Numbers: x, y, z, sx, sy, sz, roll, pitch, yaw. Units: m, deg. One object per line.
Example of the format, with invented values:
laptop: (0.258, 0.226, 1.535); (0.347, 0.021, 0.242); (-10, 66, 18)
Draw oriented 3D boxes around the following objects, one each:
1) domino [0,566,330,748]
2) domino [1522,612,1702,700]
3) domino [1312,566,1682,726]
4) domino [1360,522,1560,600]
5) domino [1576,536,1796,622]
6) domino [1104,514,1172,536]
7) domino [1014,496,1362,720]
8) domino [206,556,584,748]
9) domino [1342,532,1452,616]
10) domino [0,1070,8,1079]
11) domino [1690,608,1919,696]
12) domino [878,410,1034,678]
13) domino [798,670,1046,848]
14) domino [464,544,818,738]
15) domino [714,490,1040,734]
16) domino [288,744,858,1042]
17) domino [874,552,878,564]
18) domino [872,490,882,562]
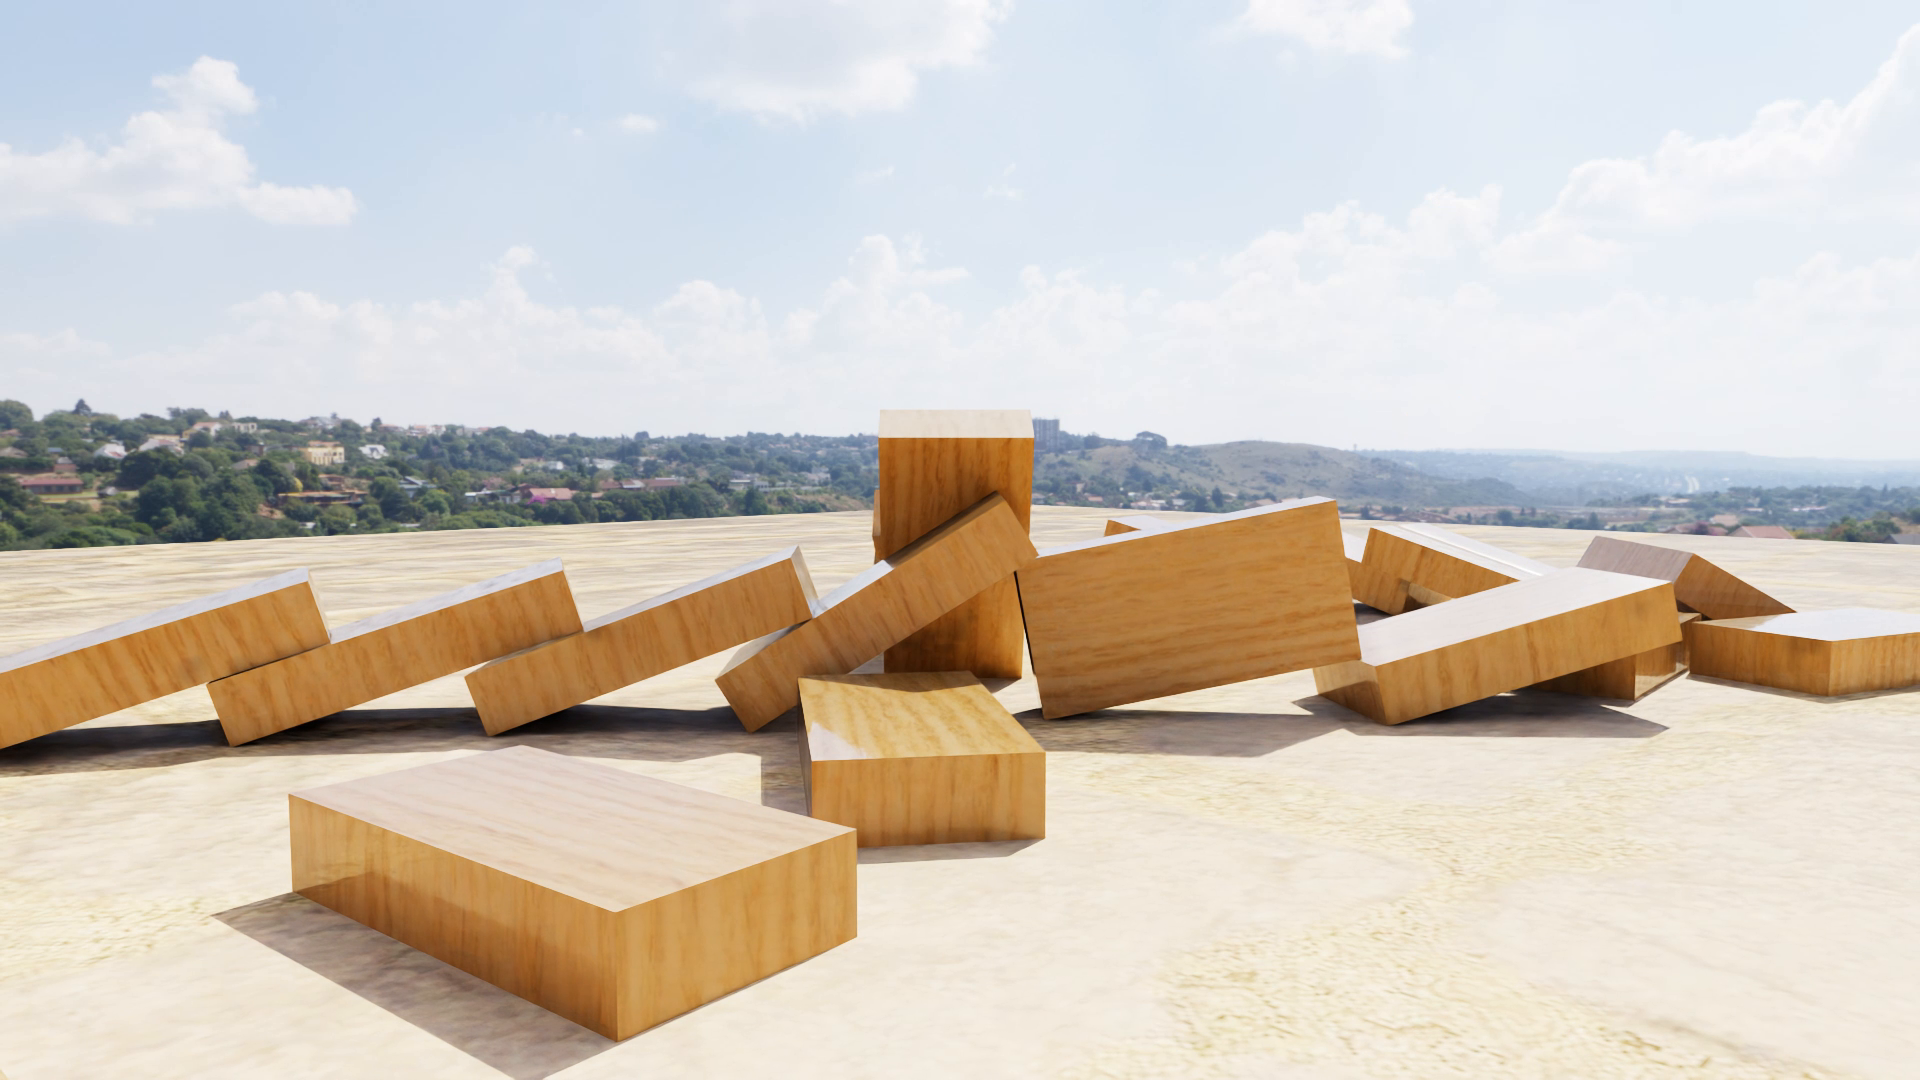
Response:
domino: (-0.119, 0.017, 0.185); (0.050, 0.009, 0.025); (-20, 12, -24)
domino: (0.119, 0.020, 0.239); (0.025, 0.010, 0.050); (4, 6, 41)
domino: (0.086, 0.016, 0.208); (0.050, 0.009, 0.025); (-15, 6, -7)
domino: (0.126, 0.008, 0.309); (0.025, 0.010, 0.050); (-4, 20, -40)
domino: (0.158, 0.011, 0.281); (0.025, 0.009, 0.050); (30, 7, 3)
domino: (0.067, 0.005, 0.357); (0.050, 0.009, 0.025); (19, 14, 30)
domino: (0.035, 0.010, 0.201); (0.050, 0.025, 0.009); (-11, 6, 0)
domino: (-0.085, 0.016, 0.198); (0.050, 0.009, 0.025); (-19, 10, -16)
domino: (0.101, 0.006, 0.338); (0.025, 0.009, 0.050); (-4, 21, -43)
domino: (-0.072, 0.025, 0.071); (0.050, 0.009, 0.025); (4, -37, 41)
domino: (0.164, 0.020, 0.237); (0.050, 0.009, 0.025); (-2, 5, -25)
domino: (-0.001, 0.002, 0.223); (0.025, 0.050, 0.010); (0, 34, -2)
domino: (-0.007, 0.026, 0.161); (0.025, 0.010, 0.050); (-1, 4, -9)
domino: (-0.048, 0.015, 0.199); (0.050, 0.010, 0.025); (-20, 6, -3)
domino: (-0.013, 0.010, 0.200); (0.050, 0.009, 0.025); (-32, 6, 1)
domino: (-0.036, 0.029, 0.116); (0.050, 0.010, 0.025); (3, 5, 38)
domino: (-0.001, 0.008, 0.287); (0.025, 0.009, 0.050); (1, -16, 11)
domino: (-0.002, 0.007, 0.252); (0.025, 0.009, 0.050); (0, -27, 3)
